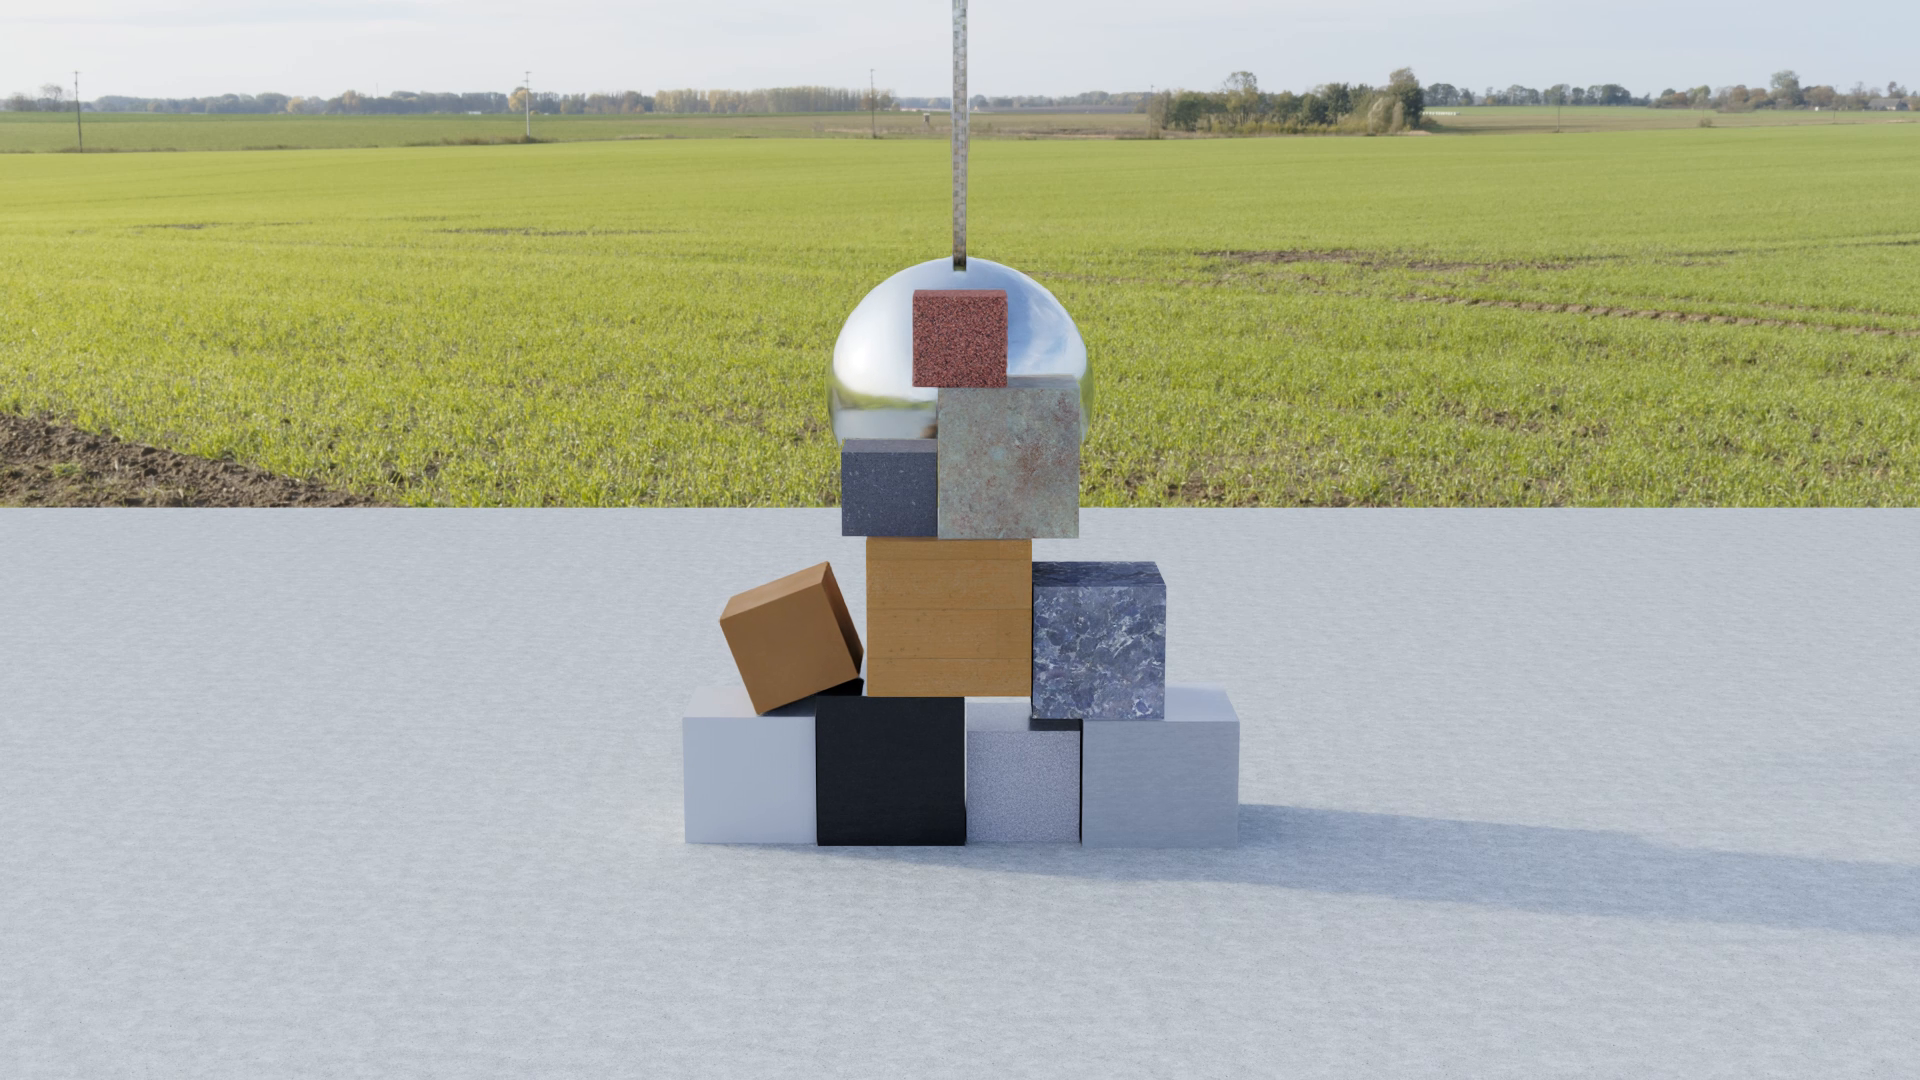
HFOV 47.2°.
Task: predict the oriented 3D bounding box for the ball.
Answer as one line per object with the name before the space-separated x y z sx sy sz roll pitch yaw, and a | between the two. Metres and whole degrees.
ball | 0.000 -0.883 13.128 1.600 1.600 1.600 0 10 0

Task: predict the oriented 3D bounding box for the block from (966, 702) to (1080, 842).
block | 0.319 1.194 11.388 0.570 0.577 0.571 0 10 0

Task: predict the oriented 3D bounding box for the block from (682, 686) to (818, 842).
block | -1.059 1.153 11.394 0.666 0.656 0.650 0 10 0

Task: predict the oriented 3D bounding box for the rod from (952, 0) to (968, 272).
rod | 0.000 -3.812 11.401 0.080 5.200 0.080 0 31 0

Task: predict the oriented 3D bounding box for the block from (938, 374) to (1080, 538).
block | 0.241 -0.432 11.120 0.692 0.743 0.655 0 10 0

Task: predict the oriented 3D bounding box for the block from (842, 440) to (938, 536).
block | -0.351 -0.268 11.118 0.472 0.422 0.480 0 10 0

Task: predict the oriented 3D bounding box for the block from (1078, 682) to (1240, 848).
block | 1.003 1.154 11.384 0.778 0.657 0.800 0 10 0

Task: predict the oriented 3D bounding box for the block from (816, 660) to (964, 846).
block | -0.346 1.089 11.395 0.739 0.780 0.779 0 10 0

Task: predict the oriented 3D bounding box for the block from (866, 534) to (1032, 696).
block | -0.054 0.323 11.237 0.815 0.784 0.781 0 10 0

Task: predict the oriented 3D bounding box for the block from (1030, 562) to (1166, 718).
block | 0.692 0.502 11.257 0.657 0.671 0.669 0 10 0

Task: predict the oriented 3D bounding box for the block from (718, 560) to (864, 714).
block | -0.853 0.492 11.251 0.549 0.517 0.579 -21 10 4

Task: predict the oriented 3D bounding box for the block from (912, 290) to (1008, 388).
block | 0.000 -1.011 10.992 0.461 0.444 0.505 0 10 0
